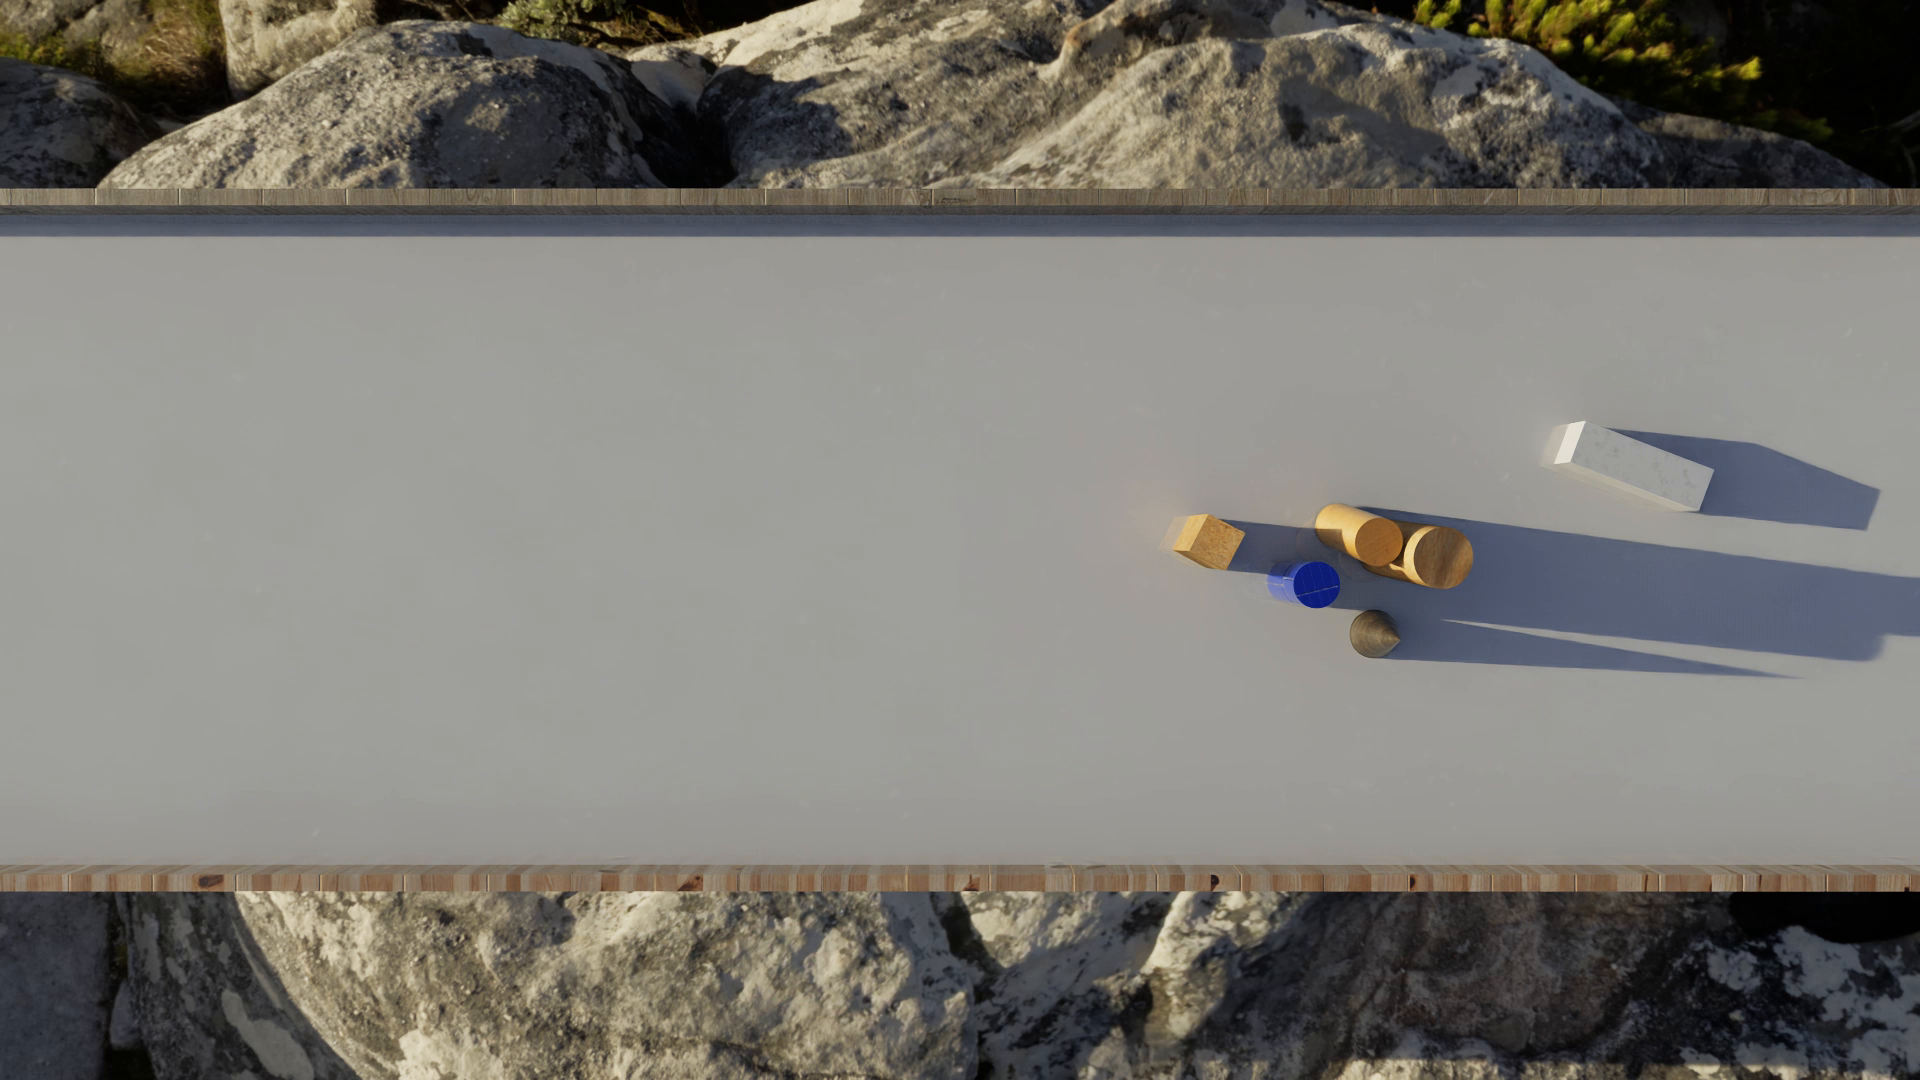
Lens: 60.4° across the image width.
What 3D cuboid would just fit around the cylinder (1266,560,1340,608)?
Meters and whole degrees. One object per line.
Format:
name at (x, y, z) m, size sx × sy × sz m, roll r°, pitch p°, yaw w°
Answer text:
cylinder at (1.010, 0.127, 4.873) m, size 0.133 × 0.406 × 0.133 m, roll 0°, pitch 90°, yaw 0°

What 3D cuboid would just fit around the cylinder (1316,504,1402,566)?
cylinder at (1.173, -0.019, 4.870) m, size 0.139 × 0.397 × 0.139 m, roll 0°, pitch 97°, yaw -4°

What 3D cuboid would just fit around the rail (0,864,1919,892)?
rail at (-2.247, 1.025, 5.001) m, size 12.000 × 0.150 × 0.050 m, roll 0°, pitch 90°, yaw 0°

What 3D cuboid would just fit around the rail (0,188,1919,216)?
rail at (-2.247, -1.025, 5.002) m, size 12.000 × 0.150 × 0.050 m, roll 0°, pitch 90°, yaw 0°

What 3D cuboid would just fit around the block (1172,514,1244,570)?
block at (0.734, 0.006, 4.890) m, size 0.119 × 0.374 × 0.119 m, roll 28°, pitch 90°, yaw 0°

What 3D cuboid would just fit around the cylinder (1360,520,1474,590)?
cylinder at (1.332, 0.037, 4.847) m, size 0.176 × 0.441 × 0.176 m, roll 0°, pitch 94°, yaw -7°

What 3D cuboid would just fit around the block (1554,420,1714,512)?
block at (2.045, -0.223, 5.010) m, size 0.413 × 0.132 × 0.132 m, roll 21°, pitch 90°, yaw 0°

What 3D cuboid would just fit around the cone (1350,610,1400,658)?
cone at (1.274, 0.289, 4.920) m, size 0.150 × 0.312 × 0.150 m, roll 0°, pitch 90°, yaw 0°
